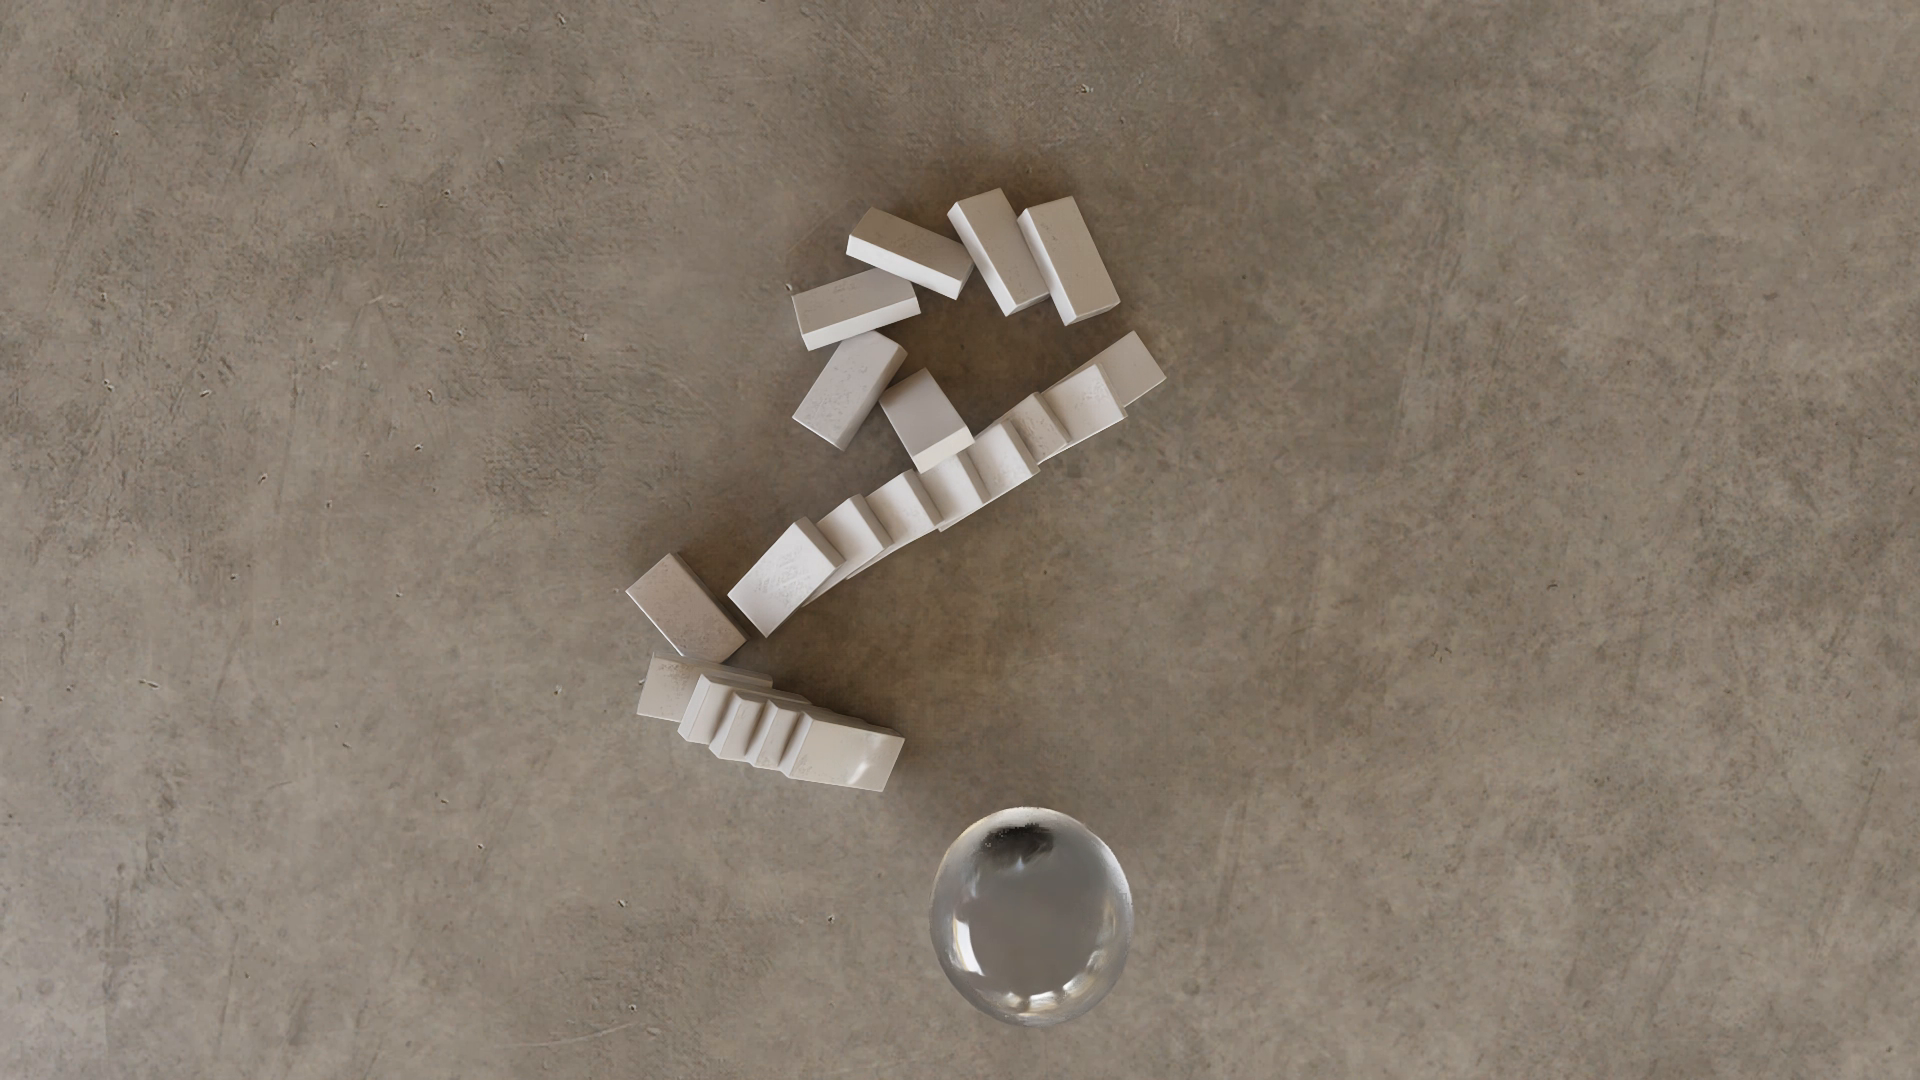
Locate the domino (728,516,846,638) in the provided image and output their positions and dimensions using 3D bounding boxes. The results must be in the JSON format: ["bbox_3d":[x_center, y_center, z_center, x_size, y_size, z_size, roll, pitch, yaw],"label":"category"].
[{"bbox_3d":[-0.073,0.016,0.384,0.025,0.009,0.050,48,116,1],"label":"domino"}]

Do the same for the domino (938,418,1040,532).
[{"bbox_3d":[0.006,-0.026,0.382,0.050,0.009,0.025,-31,92,29],"label":"domino"}]

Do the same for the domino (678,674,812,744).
[{"bbox_3d":[-0.088,0.073,0.380,0.050,0.009,0.025,23,90,-42],"label":"domino"}]

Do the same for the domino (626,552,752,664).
[{"bbox_3d":[-0.117,0.032,0.395,0.025,0.009,0.050,-41,90,0],"label":"domino"}]

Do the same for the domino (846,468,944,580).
[{"bbox_3d":[-0.034,-0.006,0.384,0.050,0.009,0.025,-31,92,28],"label":"domino"}]

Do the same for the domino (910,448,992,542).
[{"bbox_3d":[-0.014,-0.017,0.383,0.050,0.010,0.025,-27,94,29],"label":"domino"}]

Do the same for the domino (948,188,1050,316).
[{"bbox_3d":[0.018,-0.123,0.390,0.025,0.010,0.050,-30,90,-30],"label":"domino"}]

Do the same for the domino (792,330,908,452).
[{"bbox_3d":[-0.047,-0.066,0.391,0.025,0.010,0.050,33,90,22],"label":"domino"}]

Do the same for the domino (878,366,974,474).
[{"bbox_3d":[-0.015,-0.050,0.379,0.025,0.050,0.010,-30,134,0],"label":"domino"}]

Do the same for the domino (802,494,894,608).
[{"bbox_3d":[-0.054,0.005,0.385,0.050,0.010,0.025,-34,90,27],"label":"domino"}]

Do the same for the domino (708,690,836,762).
[{"bbox_3d":[-0.076,0.080,0.380,0.050,0.009,0.025,22,91,-42],"label":"domino"}]

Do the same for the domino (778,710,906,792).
[{"bbox_3d":[-0.048,0.088,0.380,0.050,0.010,0.025,23,90,-42],"label":"domino"}]

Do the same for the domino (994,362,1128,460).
[{"bbox_3d":[0.042,-0.051,0.385,0.050,0.009,0.025,-27,93,23],"label":"domino"}]

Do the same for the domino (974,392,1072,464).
[{"bbox_3d":[0.019,-0.037,0.386,0.050,0.009,0.025,-35,90,24],"label":"domino"}]

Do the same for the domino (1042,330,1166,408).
[{"bbox_3d":[0.061,-0.065,0.395,0.050,0.010,0.025,-34,90,0],"label":"domino"}]

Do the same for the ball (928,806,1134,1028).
[{"bbox_3d":[0.028,0.146,0.360,0.080,0.080,0.080,0,90,0],"label":"ball"}]

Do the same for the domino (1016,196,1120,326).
[{"bbox_3d":[0.046,-0.119,0.390,0.025,0.009,0.050,-25,90,-26],"label":"domino"}]

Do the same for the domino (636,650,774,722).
[{"bbox_3d":[-0.107,0.065,0.386,0.050,0.010,0.025,16,95,-20],"label":"domino"}]

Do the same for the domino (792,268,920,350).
[{"bbox_3d":[-0.044,-0.100,0.389,0.050,0.009,0.025,-19,57,0],"label":"domino"}]

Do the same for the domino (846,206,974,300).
[{"bbox_3d":[-0.020,-0.122,0.388,0.050,0.010,0.025,23,50,0],"label":"domino"}]

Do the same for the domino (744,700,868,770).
[{"bbox_3d":[-0.062,0.084,0.380,0.050,0.009,0.025,23,90,-42],"label":"domino"}]
